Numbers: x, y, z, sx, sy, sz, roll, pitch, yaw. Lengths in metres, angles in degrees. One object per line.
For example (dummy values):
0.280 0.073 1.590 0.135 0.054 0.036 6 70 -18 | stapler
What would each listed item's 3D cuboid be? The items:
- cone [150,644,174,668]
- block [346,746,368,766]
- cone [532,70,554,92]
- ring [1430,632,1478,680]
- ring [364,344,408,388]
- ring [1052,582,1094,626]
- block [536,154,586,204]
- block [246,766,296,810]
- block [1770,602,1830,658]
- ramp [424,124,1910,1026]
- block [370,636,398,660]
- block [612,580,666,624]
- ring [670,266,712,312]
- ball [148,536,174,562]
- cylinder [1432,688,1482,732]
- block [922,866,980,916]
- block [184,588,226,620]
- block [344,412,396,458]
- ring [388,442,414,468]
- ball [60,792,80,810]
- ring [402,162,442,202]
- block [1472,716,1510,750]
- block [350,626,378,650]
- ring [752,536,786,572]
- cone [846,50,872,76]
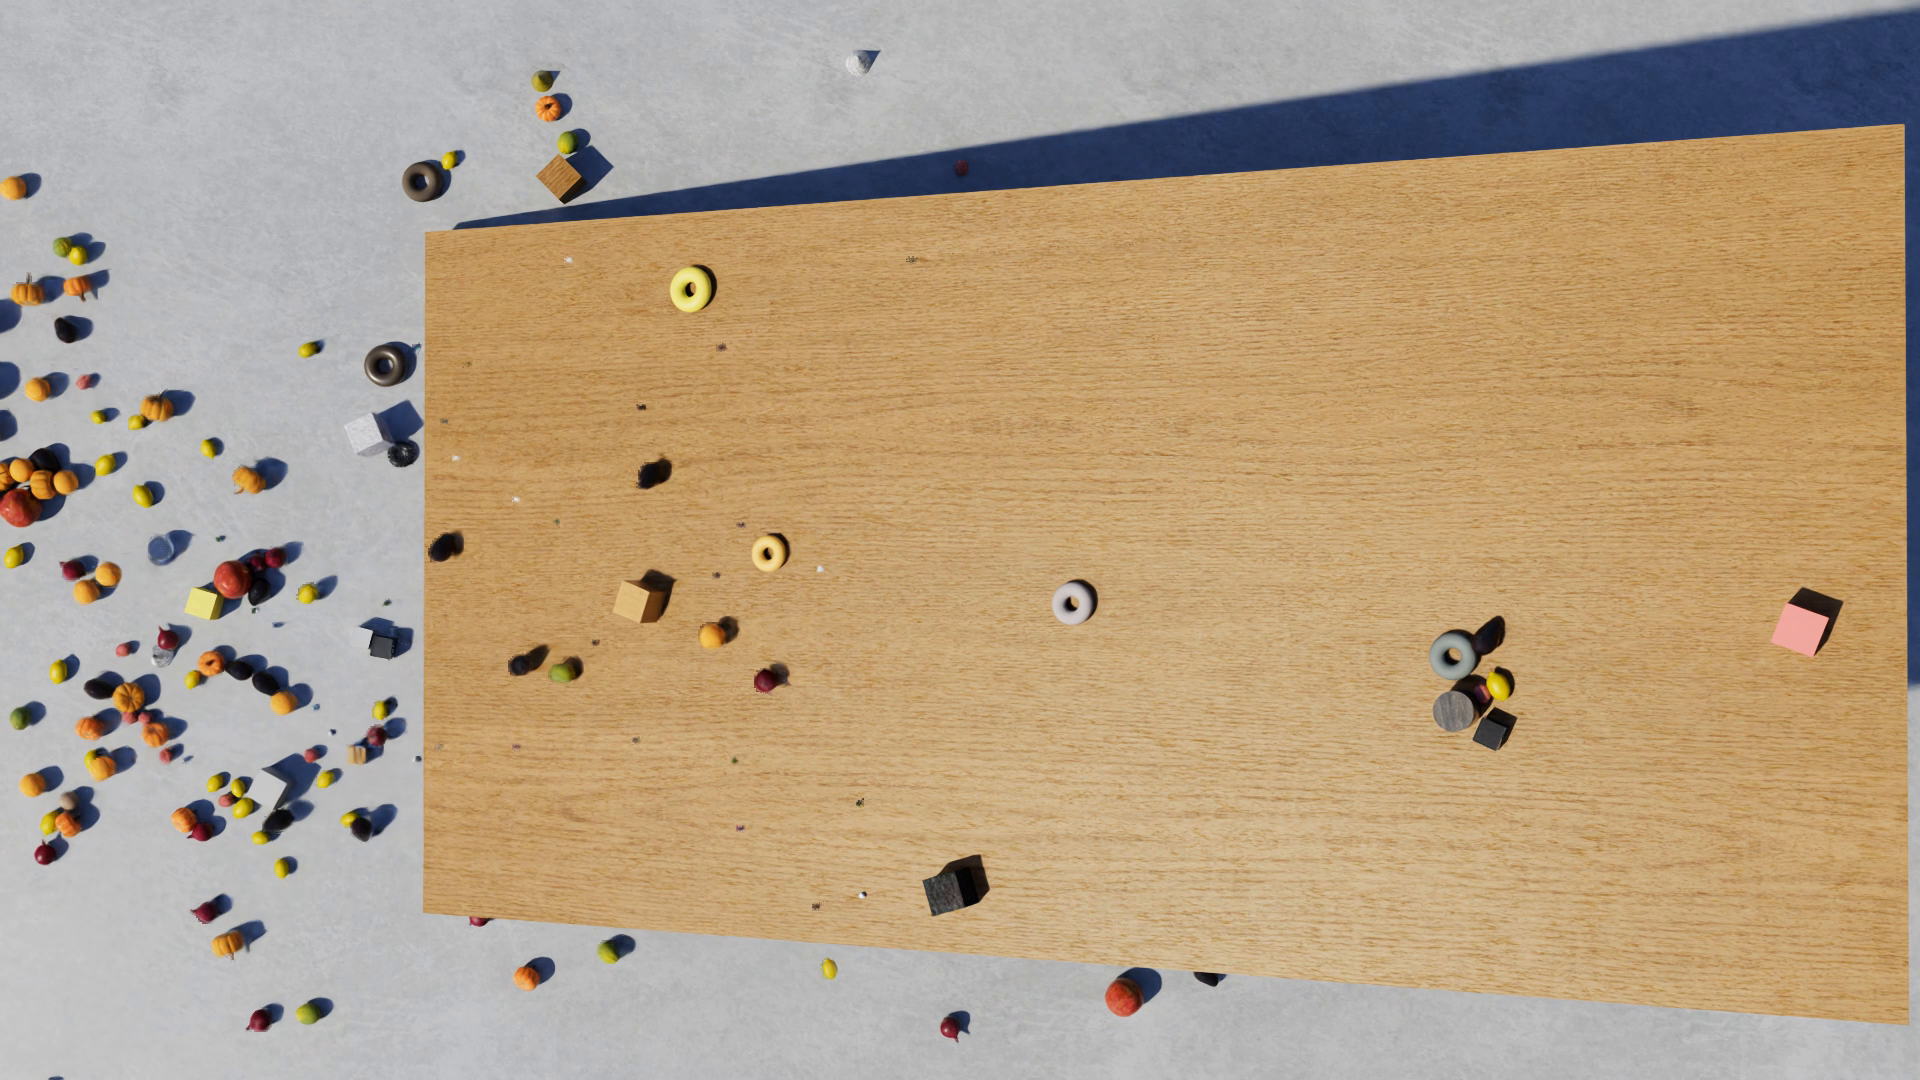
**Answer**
-2.377 0.344 6.511 0.072 0.072 0.072 0 89 0 | cone
-1.786 0.637 6.514 0.051 0.051 0.051 6 89 -12 | block
-1.248 -1.371 6.535 0.066 0.066 0.066 0 89 0 | cone
1.178 0.278 5.252 0.115 0.038 0.115 -2 85 25 | ring
-1.707 -0.518 6.537 0.129 0.043 0.129 0 88 0 | ring
0.289 0.163 5.637 0.112 0.037 0.112 -1 88 24 | ring
-1.181 -1.069 6.517 0.096 0.096 0.096 -45 90 0 | block
-2.036 0.733 6.498 0.090 0.090 0.090 29 89 0 | block
1.881 0.200 4.921 0.094 0.094 0.094 22 98 22 | block
0.283 0.085 5.715 4.000 0.100 2.000 0 89 23 | ramp
-1.708 0.318 6.518 0.060 0.060 0.060 10 89 0 | block
-0.890 0.172 6.113 0.092 0.092 0.092 21 97 22 | block
-0.745 -0.694 6.089 0.127 0.042 0.127 -1 88 24 | ring
-2.368 0.025 6.514 0.075 0.075 0.075 0 89 0 | ball
1.179 0.404 5.218 0.096 0.096 0.096 0 89 23 | cylinder
-0.024 0.915 5.729 0.097 0.097 0.097 -19 82 22 | block
-2.235 0.188 6.511 0.077 0.077 0.077 17 89 0 | block
-1.744 -0.309 6.499 0.093 0.093 0.093 -26 81 5 | block
-1.663 -0.254 6.542 0.079 0.026 0.079 0 88 1 | ring
-2.635 0.774 6.514 0.056 0.056 0.056 0 89 0 | ball
-1.600 -1.066 6.545 0.121 0.040 0.121 0 88 0 | ring
1.257 0.458 5.204 0.060 0.060 0.060 25 99 22 | block
-1.768 0.289 6.520 0.057 0.057 0.057 15 89 0 | block
-0.520 0.037 5.988 0.101 0.034 0.101 0 90 22 | ring
-0.303 -1.426 6.530 0.078 0.078 0.078 0 89 0 | cone
